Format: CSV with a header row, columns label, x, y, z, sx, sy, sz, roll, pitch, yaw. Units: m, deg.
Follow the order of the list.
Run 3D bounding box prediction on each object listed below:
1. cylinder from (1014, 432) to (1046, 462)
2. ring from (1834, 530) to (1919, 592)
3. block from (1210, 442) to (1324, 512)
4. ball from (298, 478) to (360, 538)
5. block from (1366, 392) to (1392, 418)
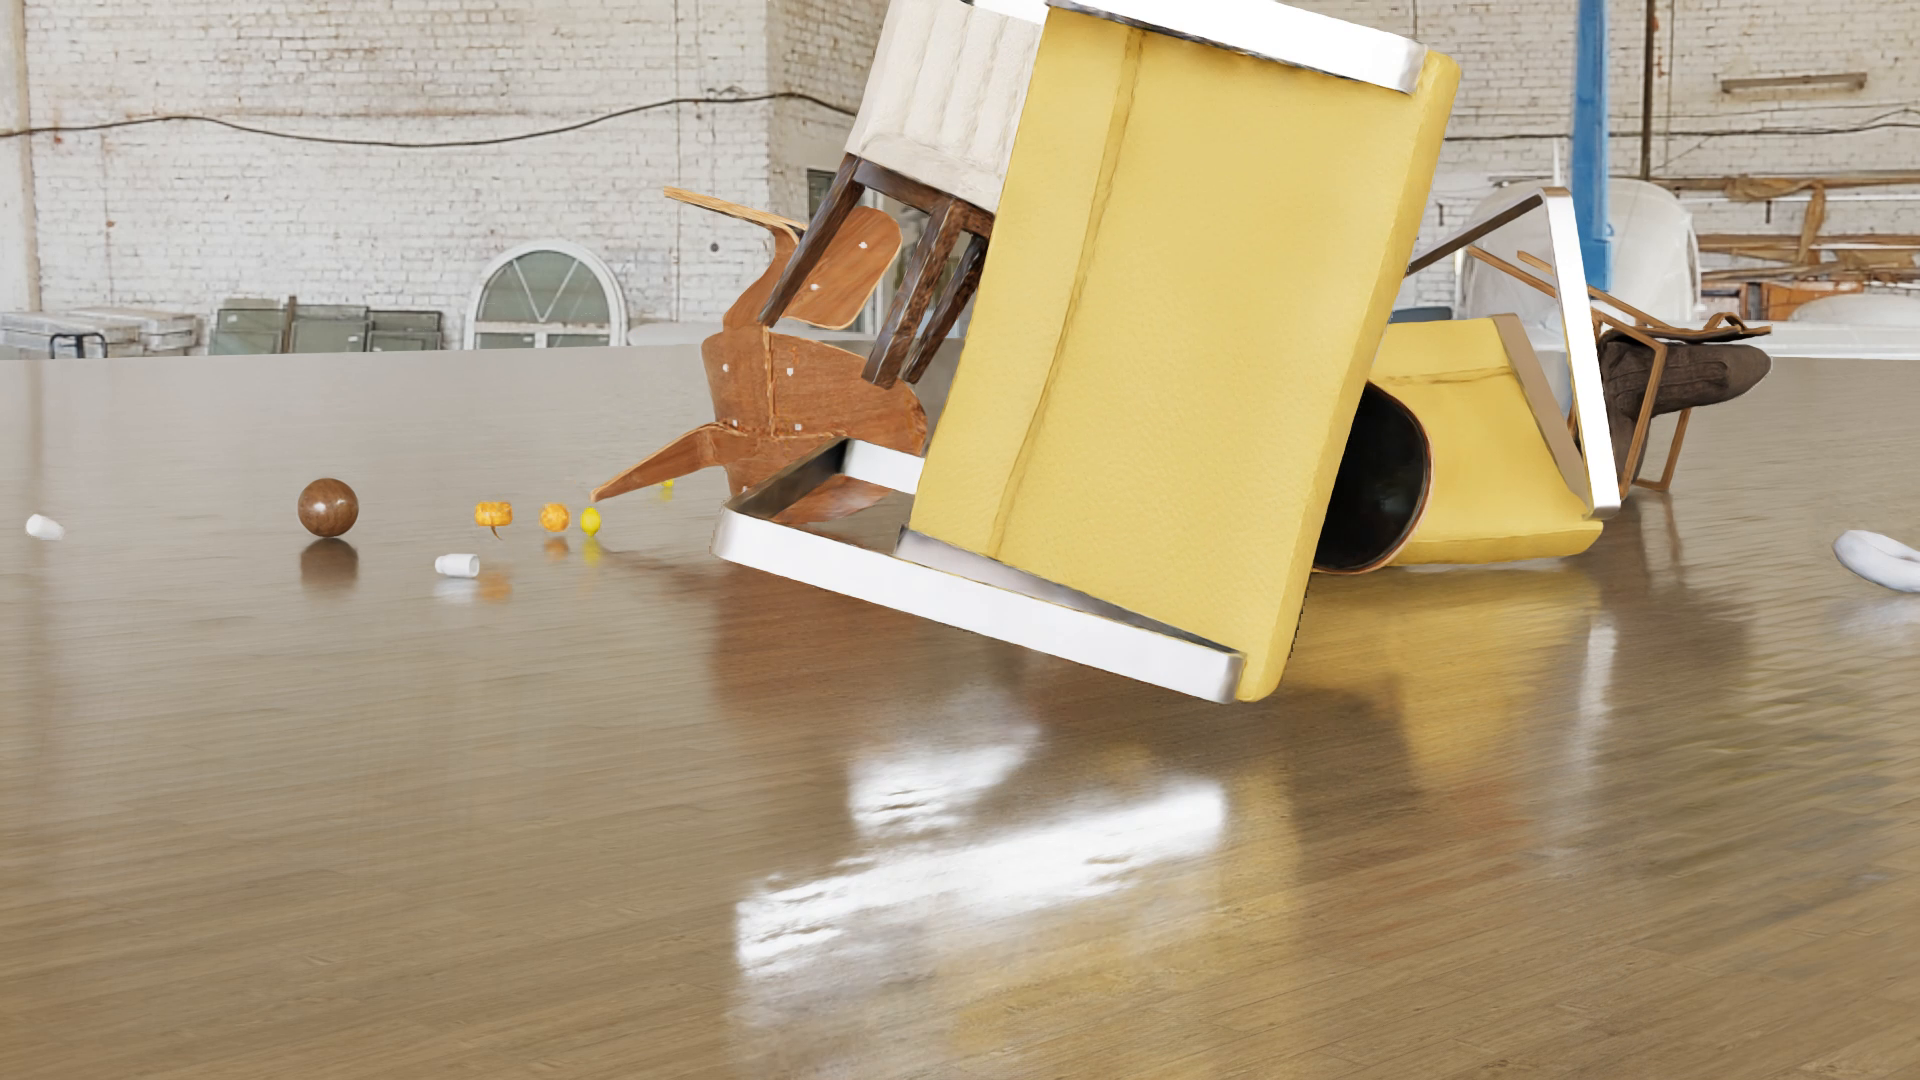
label,x,y,z,sx,sy,sz,roll,pitch,yaw
cylinder,0.231,-0.306,8.444,0.101,0.088,0.059,4,-17,27
ring,1.945,0.045,5.396,0.217,0.066,0.217,10,22,-22
block,0.875,-0.183,7.334,0.199,0.176,0.276,-3,7,-28
ball,-1.591,-0.081,6.462,0.152,0.152,0.152,0,6,0
block,1.203,-0.390,7.365,0.058,0.066,0.068,4,10,30
